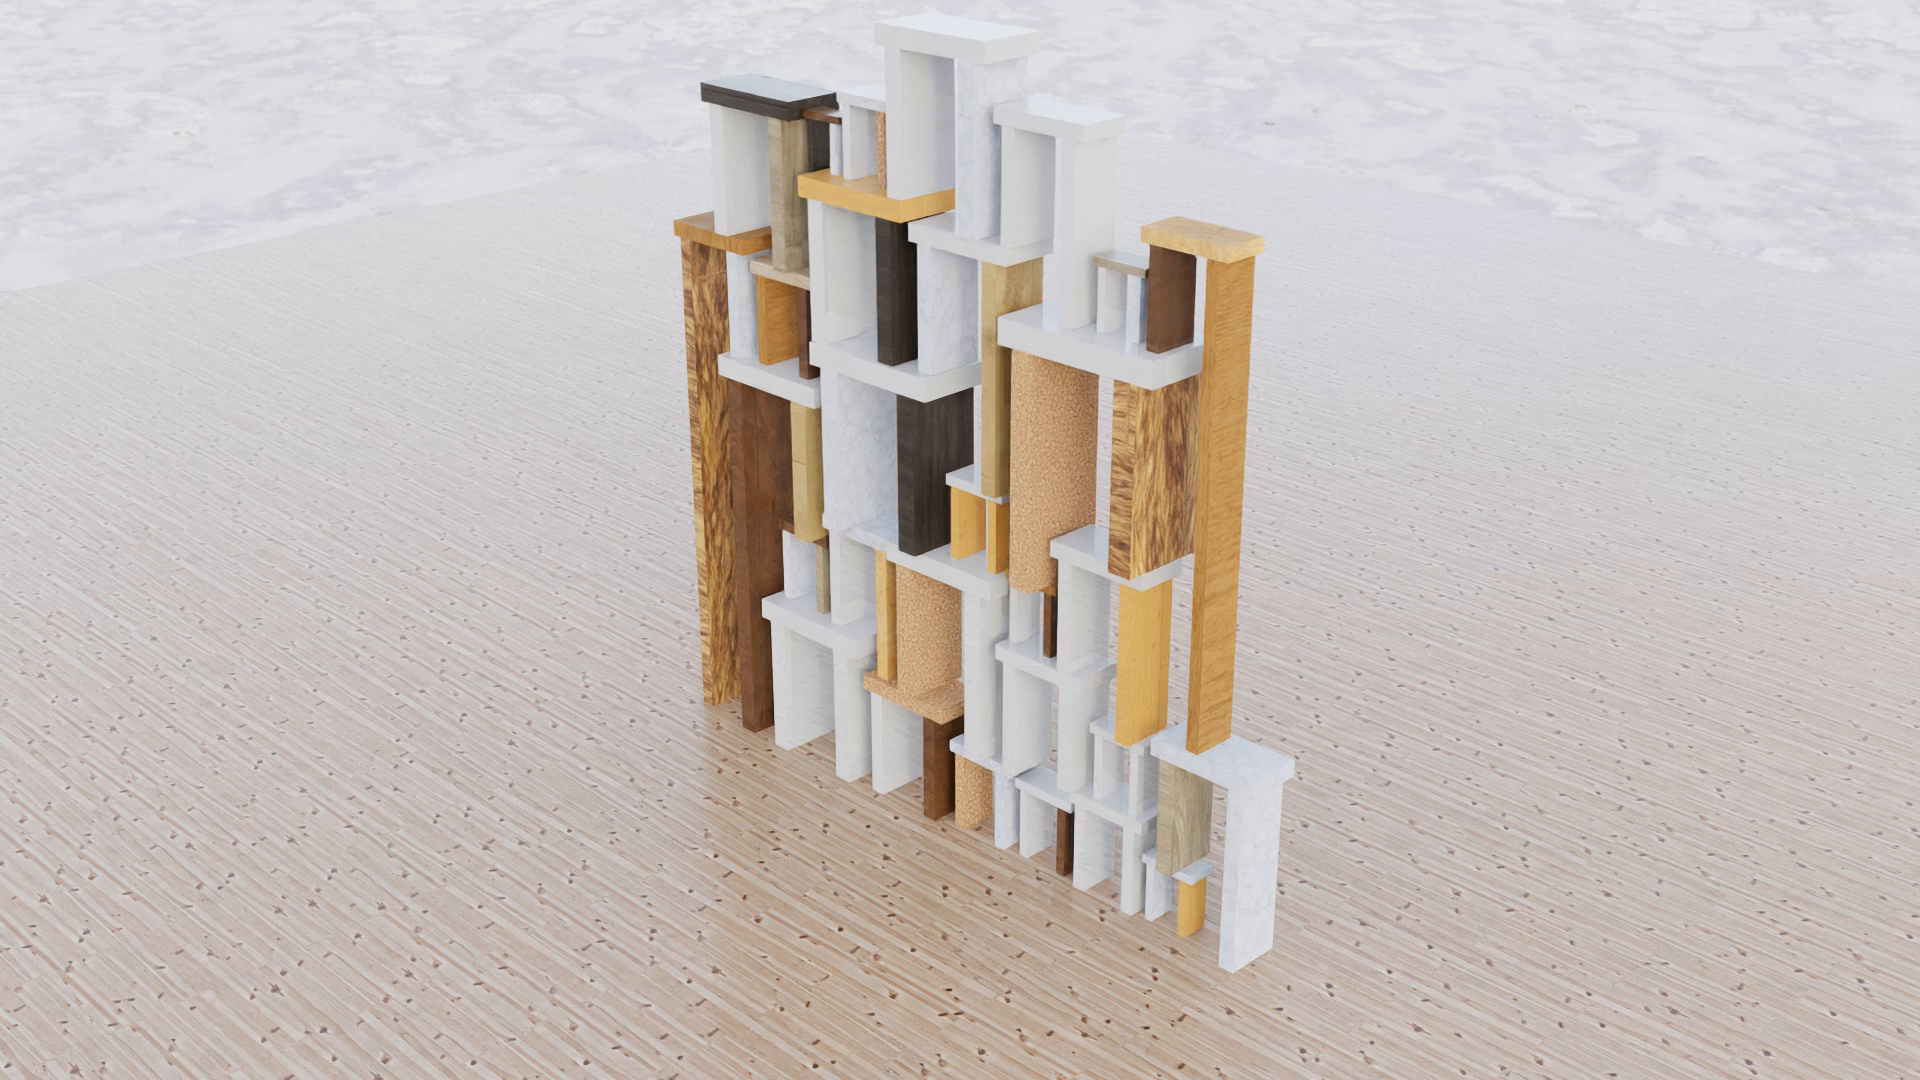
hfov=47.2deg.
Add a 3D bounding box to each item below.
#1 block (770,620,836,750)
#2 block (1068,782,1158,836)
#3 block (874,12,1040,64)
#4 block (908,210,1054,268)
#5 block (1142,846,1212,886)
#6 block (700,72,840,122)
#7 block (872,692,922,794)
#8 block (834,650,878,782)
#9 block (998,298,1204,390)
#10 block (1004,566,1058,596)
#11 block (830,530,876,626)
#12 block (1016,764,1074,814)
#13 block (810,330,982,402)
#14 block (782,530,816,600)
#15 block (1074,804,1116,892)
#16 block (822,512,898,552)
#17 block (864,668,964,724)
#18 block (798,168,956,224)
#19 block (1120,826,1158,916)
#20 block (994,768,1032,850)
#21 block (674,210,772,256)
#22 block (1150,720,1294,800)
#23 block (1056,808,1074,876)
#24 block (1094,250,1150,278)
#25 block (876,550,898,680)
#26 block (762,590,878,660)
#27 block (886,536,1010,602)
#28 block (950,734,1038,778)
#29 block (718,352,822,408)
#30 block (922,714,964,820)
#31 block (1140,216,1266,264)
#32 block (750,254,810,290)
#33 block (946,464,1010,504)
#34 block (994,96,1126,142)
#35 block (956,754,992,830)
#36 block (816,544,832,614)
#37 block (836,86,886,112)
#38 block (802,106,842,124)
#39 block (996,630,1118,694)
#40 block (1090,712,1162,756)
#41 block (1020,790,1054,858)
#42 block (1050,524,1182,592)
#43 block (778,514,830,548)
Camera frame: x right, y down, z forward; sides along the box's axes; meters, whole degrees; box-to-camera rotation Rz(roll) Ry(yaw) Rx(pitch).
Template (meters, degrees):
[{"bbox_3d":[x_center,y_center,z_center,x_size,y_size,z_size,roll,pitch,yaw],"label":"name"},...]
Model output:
[{"bbox_3d":[-0.330,0.290,4.704,0.041,0.292,0.146,21,31,41],"label":"block"},{"bbox_3d":[0.299,0.492,4.107,0.180,0.025,0.090,21,31,41],"label":"block"},{"bbox_3d":[-0.007,-0.880,3.852,0.273,0.039,0.136,21,31,40],"label":"block"},{"bbox_3d":[0.036,-0.543,3.952,0.245,0.035,0.122,21,31,41],"label":"block"},{"bbox_3d":[0.398,0.594,4.039,0.117,0.017,0.058,21,31,41],"label":"block"},{"bbox_3d":[-0.370,-0.860,4.265,0.261,0.037,0.130,22,31,41],"label":"block"},{"bbox_3d":[-0.129,0.400,4.529,0.032,0.226,0.113,21,31,41],"label":"block"},{"bbox_3d":[-0.192,0.344,4.577,0.041,0.293,0.146,21,31,41],"label":"block"},{"bbox_3d":[0.255,-0.344,3.805,0.355,0.050,0.178,21,31,40],"label":"block"},{"bbox_3d":[0.153,0.069,4.090,0.065,0.018,0.130,-21,31,-40],"label":"block"},{"bbox_3d":[-0.217,0.063,4.493,0.103,0.206,0.029,-21,31,-41],"label":"block"},{"bbox_3d":[0.184,0.479,4.234,0.145,0.021,0.072,21,31,41],"label":"block"},{"bbox_3d":[-0.122,-0.340,4.203,0.320,0.045,0.160,21,31,41],"label":"block"},{"bbox_3d":[-0.334,0.042,4.612,0.076,0.152,0.022,-21,31,-41],"label":"block"},{"bbox_3d":[0.257,0.570,4.186,0.025,0.180,0.090,21,31,41],"label":"block"},{"bbox_3d":[-0.169,-0.026,4.402,0.103,0.029,0.206,-21,31,-40],"label":"block"},{"bbox_3d":[-0.076,0.302,4.430,0.226,0.032,0.113,21,31,41],"label":"block"},{"bbox_3d":[-0.157,-0.650,4.108,0.140,0.040,0.280,-22,31,-40],"label":"block"},{"bbox_3d":[0.342,0.603,4.108,0.025,0.180,0.090,21,31,41],"label":"block"},{"bbox_3d":[0.106,0.519,4.327,0.023,0.165,0.082,21,31,41],"label":"block"},{"bbox_3d":[-0.470,-0.624,4.464,0.110,0.031,0.221,-22,31,-40],"label":"block"},{"bbox_3d":[0.463,0.384,3.883,0.115,0.033,0.230,-22,31,-40],"label":"block"},{"bbox_3d":[0.218,0.569,4.235,0.021,0.145,0.072,21,31,41],"label":"block"},{"bbox_3d":[0.288,-0.466,3.708,0.058,0.016,0.116,-22,31,-40],"label":"block"},{"bbox_3d":[-0.120,0.136,4.419,0.029,0.282,0.103,21,31,41],"label":"block"},{"bbox_3d":[-0.261,0.163,4.575,0.292,0.041,0.146,21,31,41],"label":"block"},{"bbox_3d":[0.006,0.039,4.237,0.141,0.040,0.282,-21,31,-41],"label":"block"},{"bbox_3d":[0.067,0.417,4.326,0.082,0.023,0.165,-21,31,-41],"label":"block"},{"bbox_3d":[-0.338,-0.338,4.448,0.148,0.042,0.295,-21,31,-40],"label":"block"},{"bbox_3d":[-0.022,0.441,4.431,0.113,0.226,0.032,-21,31,-41],"label":"block"},{"bbox_3d":[0.394,-0.490,3.578,0.092,0.026,0.184,-22,31,-40],"label":"block"},{"bbox_3d":[-0.320,-0.532,4.345,0.185,0.026,0.093,21,31,40],"label":"block"},{"bbox_3d":[0.051,-0.105,4.124,0.073,0.021,0.146,-21,31,-40],"label":"block"},{"bbox_3d":[0.169,-0.714,3.731,0.105,0.030,0.211,-22,31,-40],"label":"block"},{"bbox_3d":[0.028,0.489,4.398,0.023,0.165,0.082,21,31,41],"label":"block"},{"bbox_3d":[-0.262,0.070,4.546,0.076,0.152,0.022,-21,31,-40],"label":"block"},{"bbox_3d":[-0.153,-0.811,4.047,0.071,0.020,0.142,-21,31,-40],"label":"block"},{"bbox_3d":[-0.245,-0.800,4.144,0.097,0.014,0.049,20,31,40],"label":"block"},{"bbox_3d":[0.181,0.225,4.117,0.214,0.030,0.107,21,31,40],"label":"block"},{"bbox_3d":[0.309,0.356,4.040,0.130,0.018,0.065,21,31,40],"label":"block"},{"bbox_3d":[0.150,0.542,4.298,0.021,0.145,0.072,21,31,41],"label":"block"},{"bbox_3d":[0.279,0.030,3.936,0.219,0.031,0.109,22,31,40],"label":"block"},{"bbox_3d":[-0.298,-0.024,4.546,0.076,0.022,0.152,-21,31,-40],"label":"block"}]
